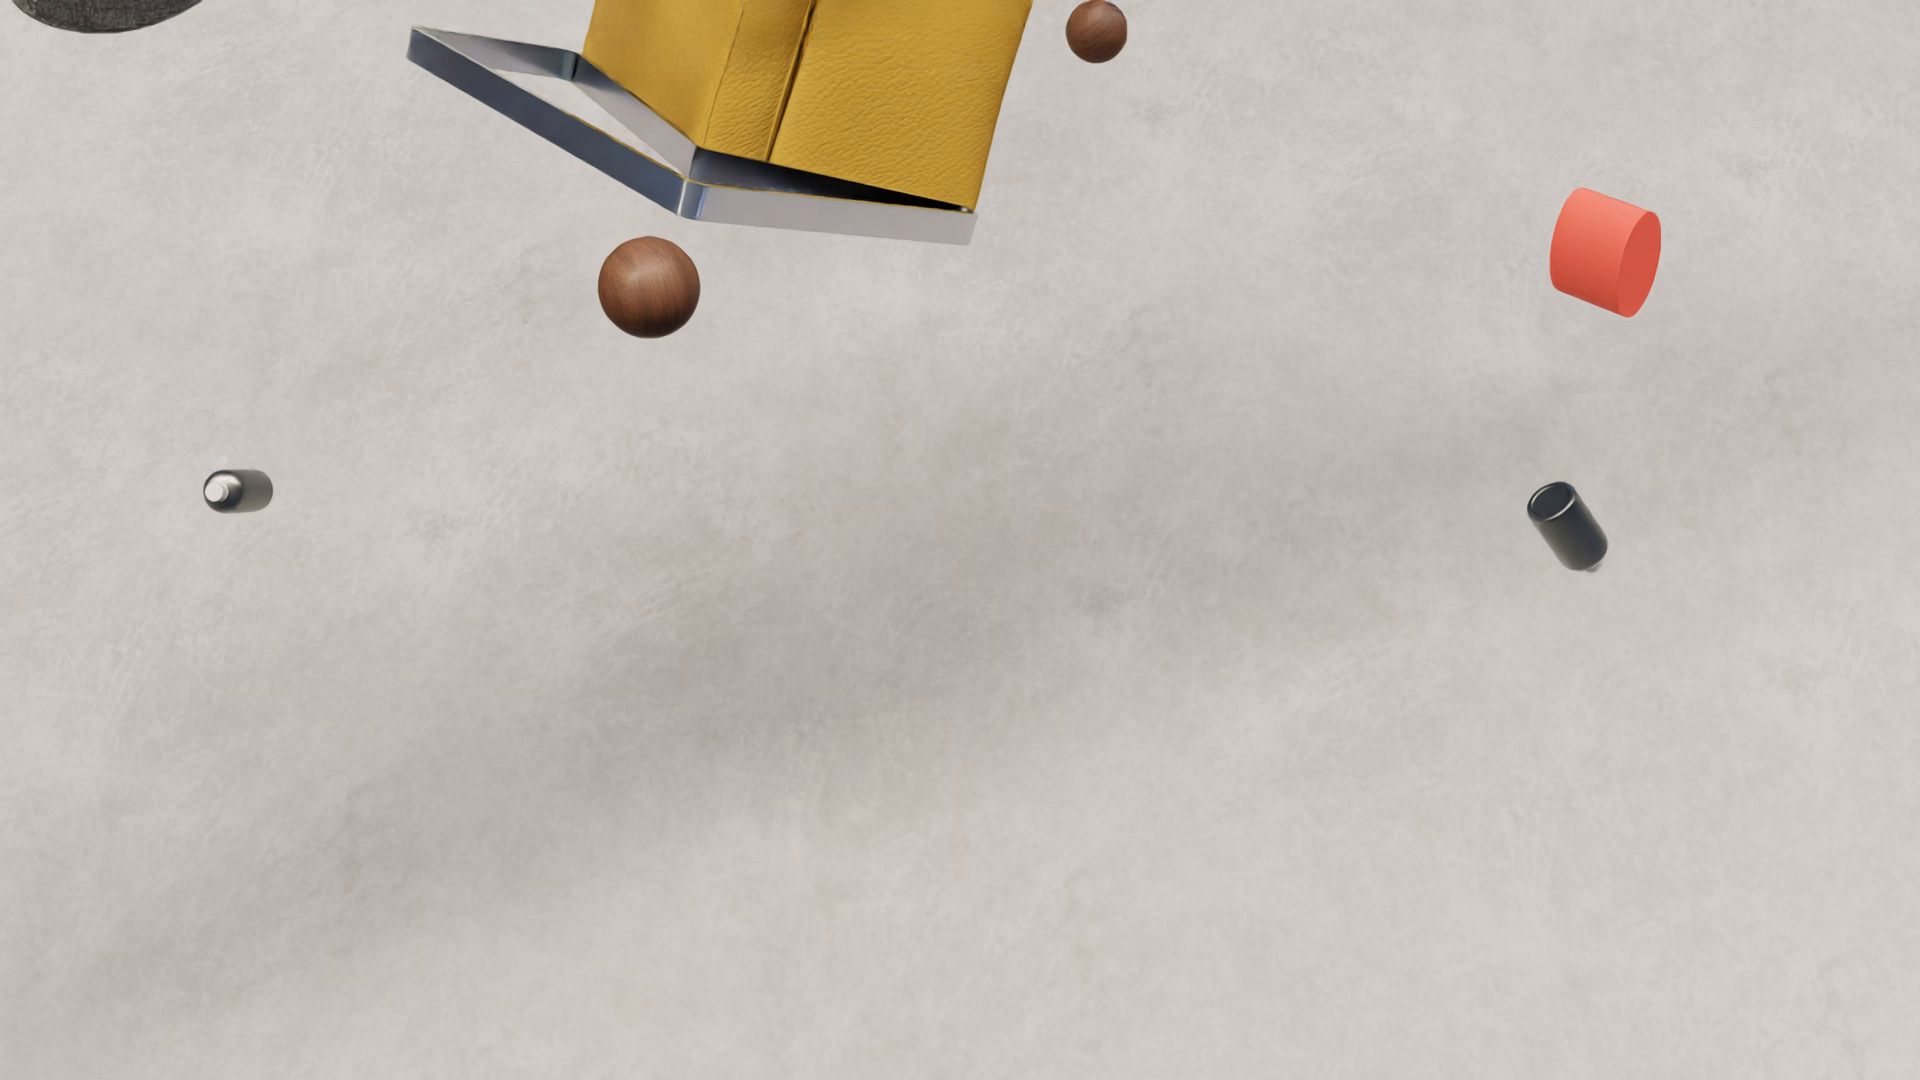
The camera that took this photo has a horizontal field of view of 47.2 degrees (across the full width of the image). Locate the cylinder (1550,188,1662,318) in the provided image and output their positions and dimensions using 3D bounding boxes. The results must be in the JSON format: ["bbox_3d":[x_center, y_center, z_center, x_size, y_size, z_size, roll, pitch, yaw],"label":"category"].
[{"bbox_3d":[1.369,-0.611,4.666,0.140,0.239,0.175,-23,38,-32],"label":"cylinder"}]
